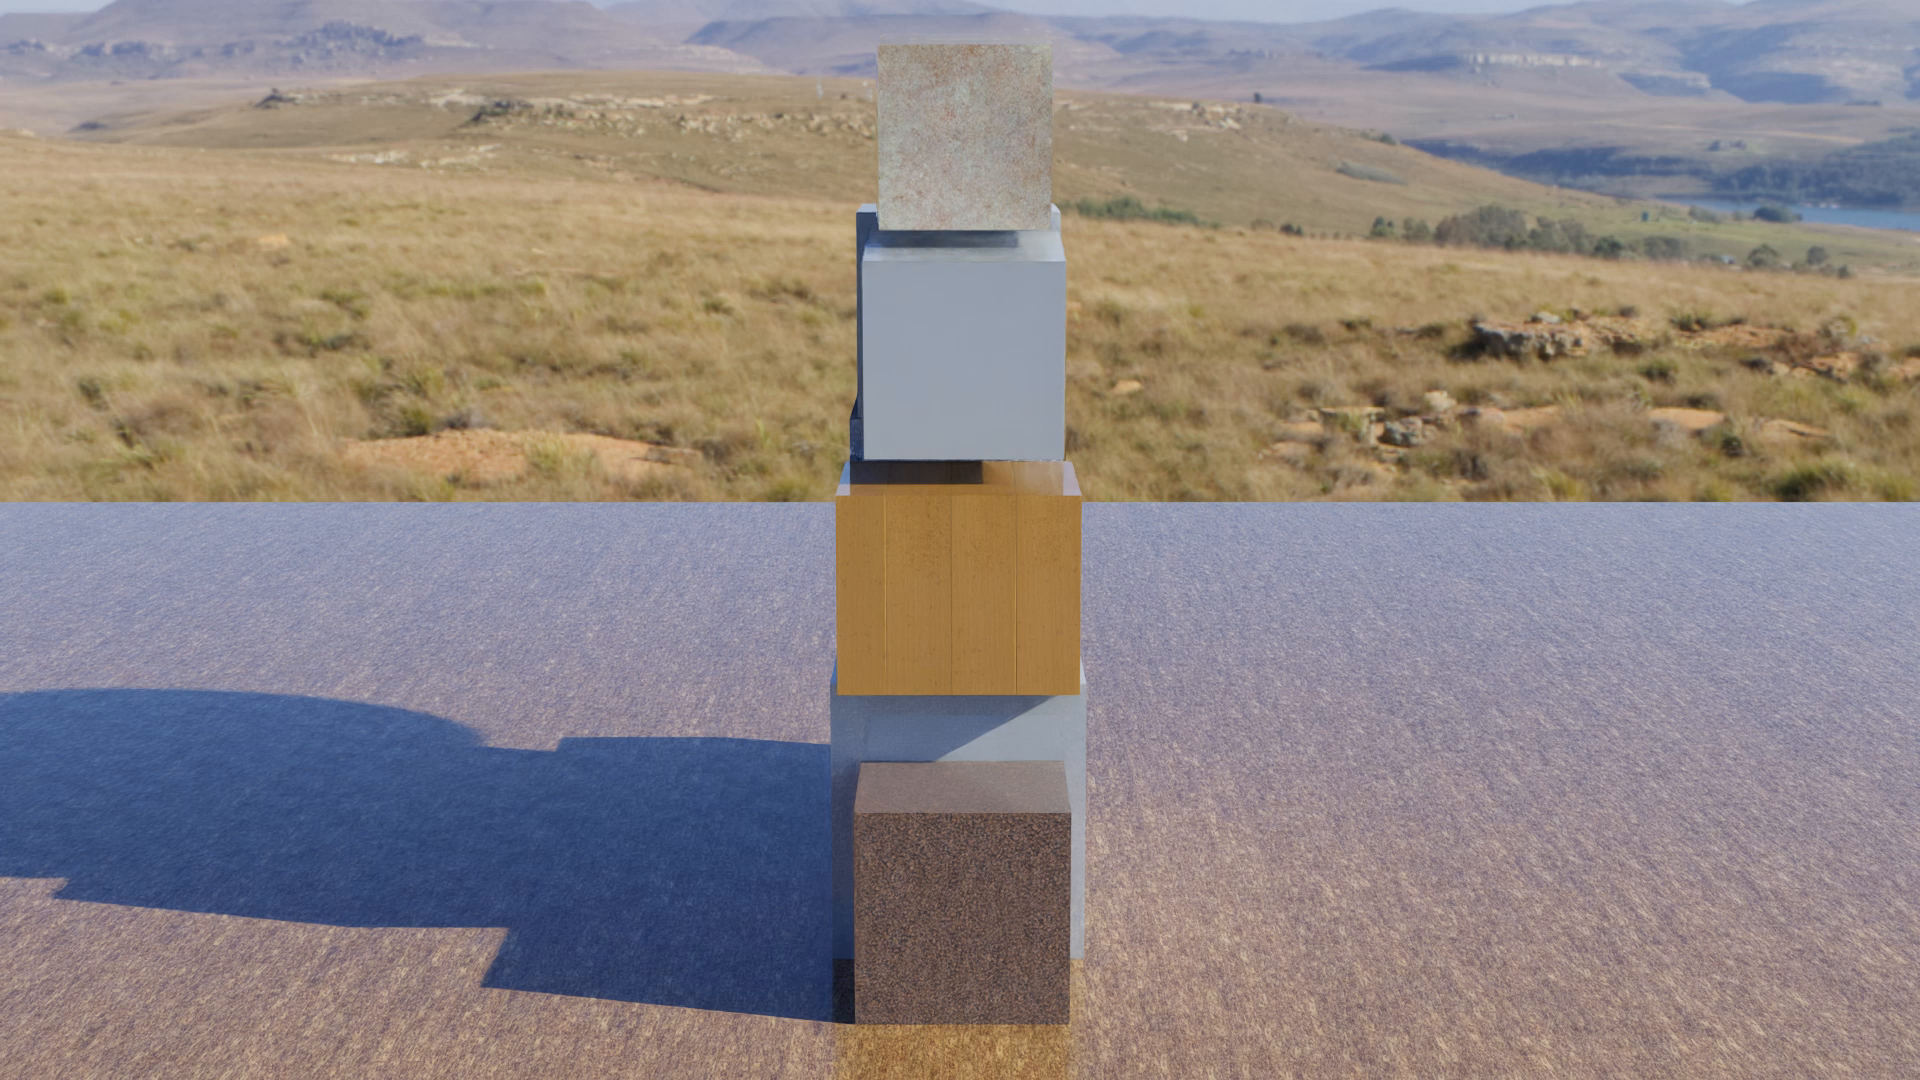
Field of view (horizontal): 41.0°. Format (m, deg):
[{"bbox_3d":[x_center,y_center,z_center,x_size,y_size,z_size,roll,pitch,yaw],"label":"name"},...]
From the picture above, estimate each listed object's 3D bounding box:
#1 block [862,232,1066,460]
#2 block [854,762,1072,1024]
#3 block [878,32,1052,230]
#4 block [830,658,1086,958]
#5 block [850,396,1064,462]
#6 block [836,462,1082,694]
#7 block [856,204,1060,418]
[{"bbox_3d":[0.016,-0.785,10.211,0.778,0.776,0.724,0,16,0],"label":"block"},{"bbox_3d":[0.009,1.345,9.875,0.803,0.821,0.719,0,10,0],"label":"block"},{"bbox_3d":[0.019,-1.642,10.252,0.672,0.715,0.667,0,15,0],"label":"block"},{"bbox_3d":[-0.006,1.024,10.764,1.011,1.133,1.124,0,10,0],"label":"block"},{"bbox_3d":[-0.015,-0.105,11.131,0.887,0.957,0.834,0,10,0],"label":"block"},{"bbox_3d":[-0.005,0.137,10.293,0.940,0.782,0.878,0,10,0],"label":"block"},{"bbox_3d":[-0.006,-0.992,10.964,0.839,0.849,0.741,0,10,0],"label":"block"}]
